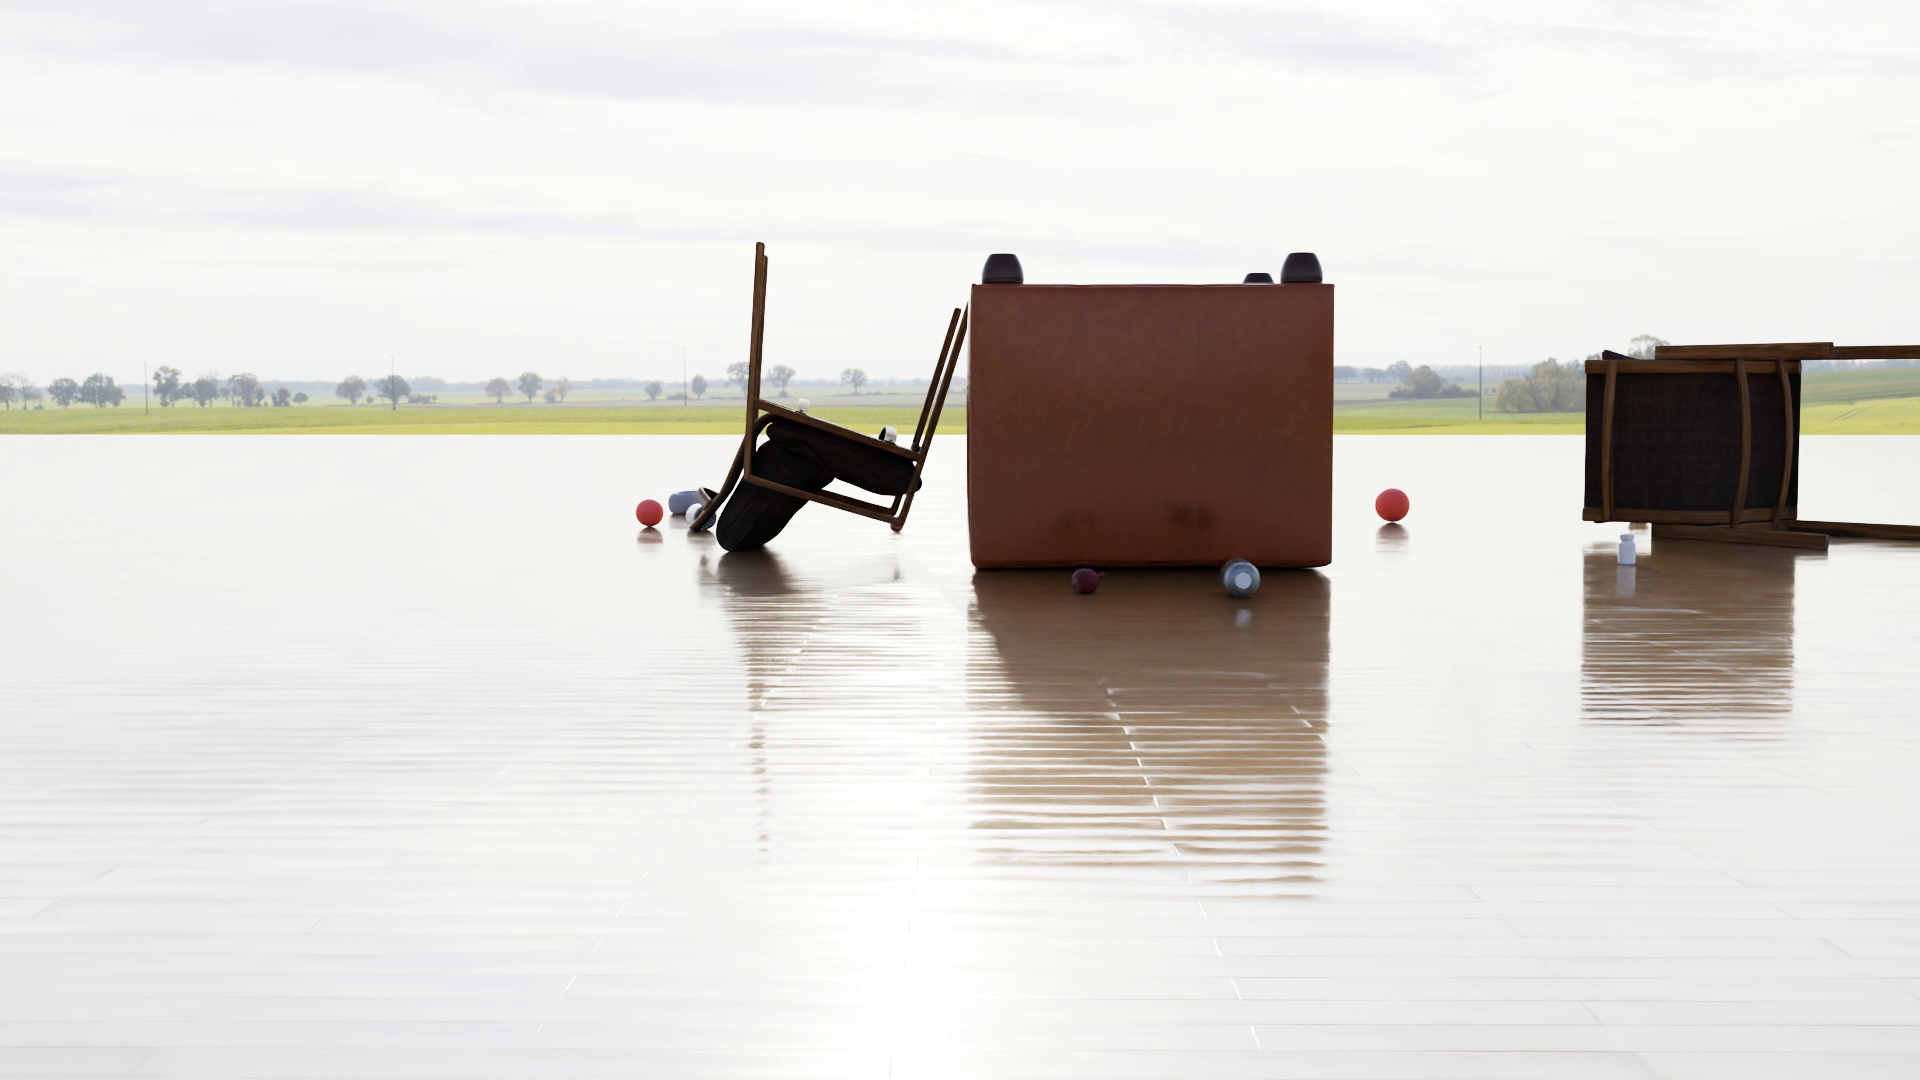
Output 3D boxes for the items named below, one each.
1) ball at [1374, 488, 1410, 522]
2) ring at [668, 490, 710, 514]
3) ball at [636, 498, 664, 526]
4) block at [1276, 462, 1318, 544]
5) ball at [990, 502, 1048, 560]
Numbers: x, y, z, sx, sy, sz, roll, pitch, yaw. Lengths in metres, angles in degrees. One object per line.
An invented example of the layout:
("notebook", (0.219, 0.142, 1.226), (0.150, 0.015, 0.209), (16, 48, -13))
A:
("ball", (1.458, -0.118, 7.418), (0.116, 0.116, 0.116), (0, 4, 0))
("ring", (-0.980, -0.135, 7.948), (0.150, 0.078, 0.094), (-5, 13, -13))
("ball", (-1.013, -0.089, 7.182), (0.092, 0.092, 0.092), (0, 4, 0))
("block", (0.985, -0.108, 6.426), (0.098, 0.231, 0.154), (0, 4, 1))
("ball", (0.155, -0.023, 5.785), (0.150, 0.150, 0.150), (0, 4, 0))
